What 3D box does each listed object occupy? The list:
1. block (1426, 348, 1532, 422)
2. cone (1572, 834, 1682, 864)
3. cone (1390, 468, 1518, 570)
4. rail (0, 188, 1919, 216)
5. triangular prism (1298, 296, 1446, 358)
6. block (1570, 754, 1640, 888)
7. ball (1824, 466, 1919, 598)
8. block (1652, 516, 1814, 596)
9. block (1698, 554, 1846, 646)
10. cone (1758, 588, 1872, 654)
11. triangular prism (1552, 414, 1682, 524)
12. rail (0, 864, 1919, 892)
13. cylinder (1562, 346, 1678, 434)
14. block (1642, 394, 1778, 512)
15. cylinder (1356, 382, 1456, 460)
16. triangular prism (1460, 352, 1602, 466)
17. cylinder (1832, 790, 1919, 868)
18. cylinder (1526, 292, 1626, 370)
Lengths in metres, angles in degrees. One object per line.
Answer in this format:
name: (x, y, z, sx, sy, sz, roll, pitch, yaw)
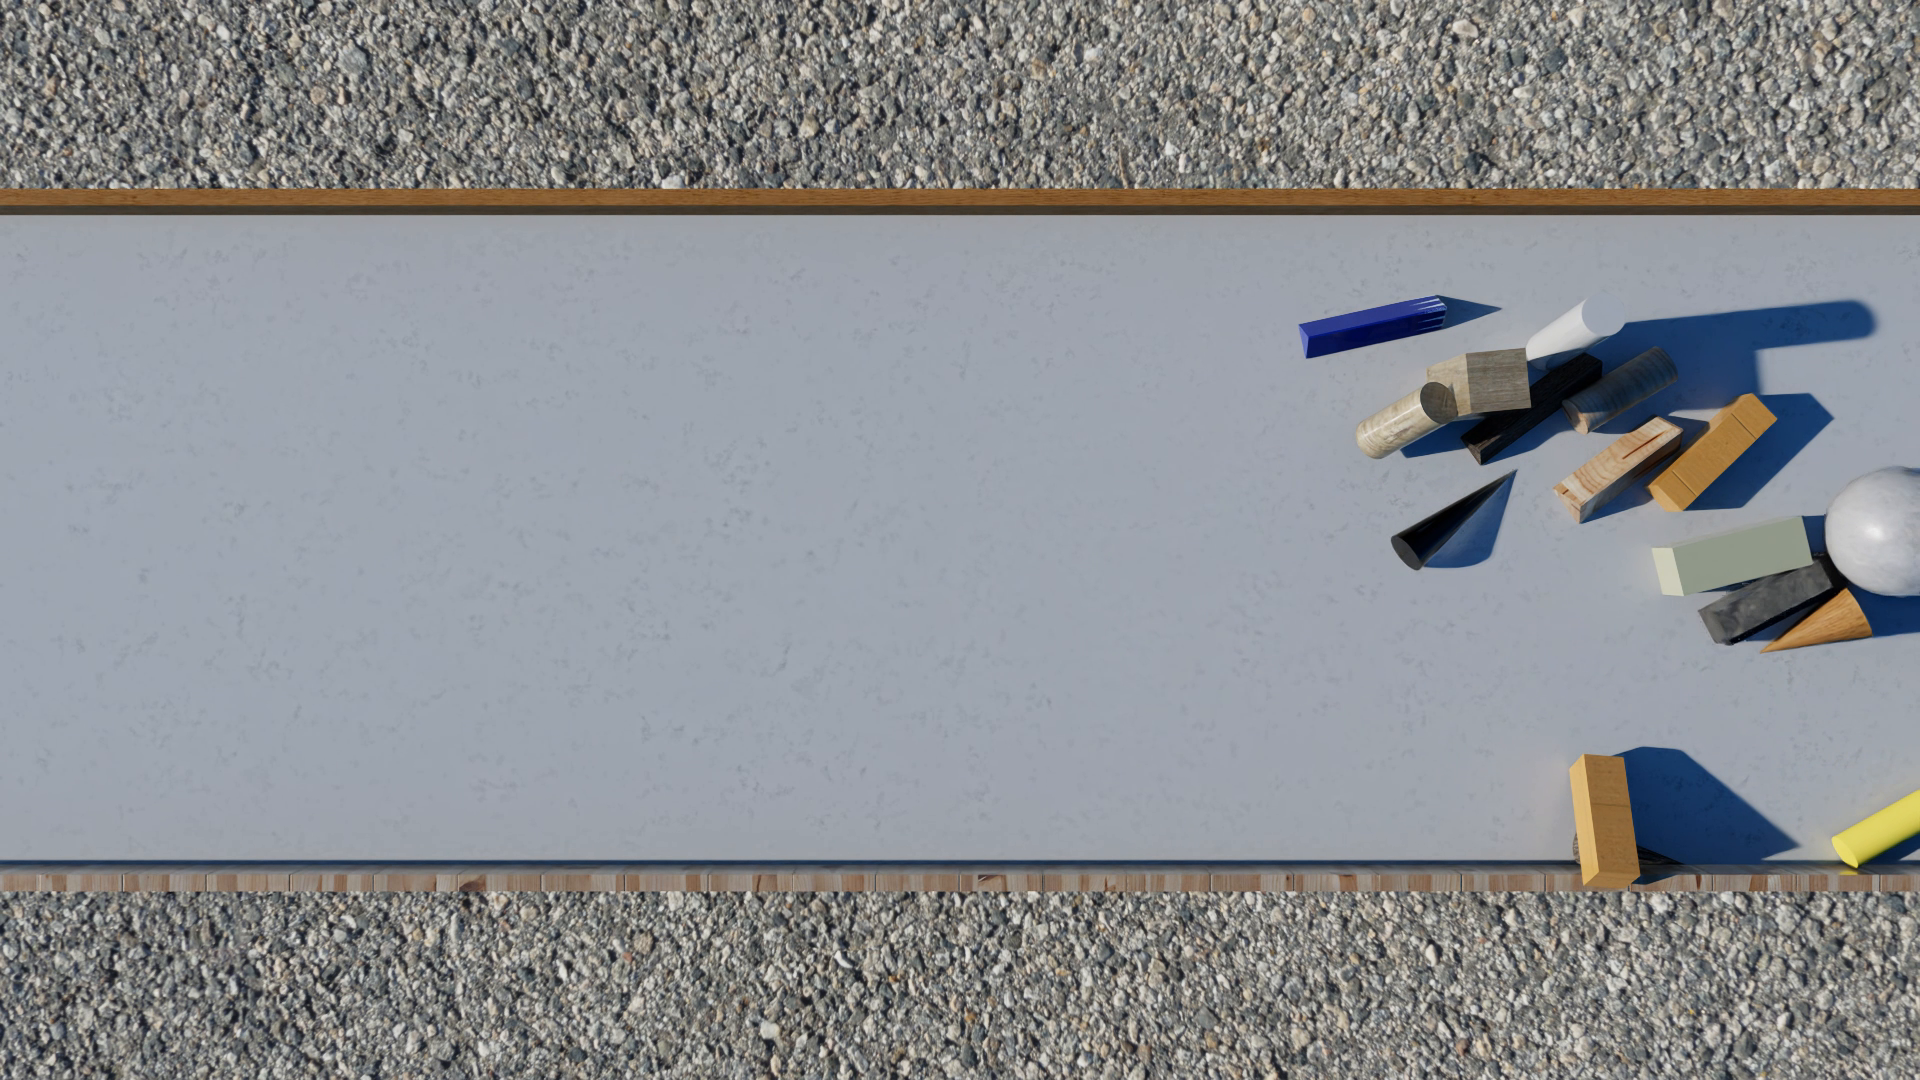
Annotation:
block: (1.525, -0.452, 4.875, 0.171, 0.403, 0.171, -5, 90, 0)
cone: (2.066, 0.963, 5.046, 0.348, 0.122, 0.122, 12, 90, -10)
cone: (1.537, -0.091, 5.044, 0.454, 0.130, 0.130, -36, 90, -8)
rail: (-2.247, -1.025, 5.002, 12.000, 0.150, 0.050, 0, 90, 0)
triangular prism: (1.261, -0.656, 5.028, 0.428, 0.092, 0.106, -12, 90, 0)
block: (1.924, 0.839, 4.930, 0.121, 0.121, 0.371, 5, 59, 0)
ball: (2.777, -0.024, 4.883, 0.387, 0.387, 0.387, 0, 90, 0)
block: (2.339, 0.048, 5.003, 0.399, 0.147, 0.147, -14, 90, 0)
block: (2.467, 0.179, 5.019, 0.383, 0.115, 0.115, -27, 90, 0)
cone: (2.585, 0.281, 5.034, 0.304, 0.176, 0.176, -28, 90, 16)
triangular prism: (2.017, -0.218, 5.015, 0.385, 0.117, 0.135, -36, 90, 0)
rail: (-2.247, 1.025, 5.001, 12.000, 0.150, 0.050, 0, 90, 0)
cylinder: (2.005, -0.454, 5.014, 0.318, 0.125, 0.125, -31, 90, 0)
block: (2.281, -0.265, 5.022, 0.399, 0.109, 0.109, -44, 90, 0)
cylinder: (1.325, -0.353, 4.909, 0.131, 0.310, 0.131, 7, 71, -22)
triangular prism: (1.755, -0.406, 5.028, 0.457, 0.092, 0.106, -36, 90, 0)
cylinder: (2.863, 0.858, 5.022, 0.387, 0.109, 0.109, -29, 90, 0)
cylinder: (1.805, -0.607, 4.848, 0.126, 0.445, 0.126, 0, 83, 0)
